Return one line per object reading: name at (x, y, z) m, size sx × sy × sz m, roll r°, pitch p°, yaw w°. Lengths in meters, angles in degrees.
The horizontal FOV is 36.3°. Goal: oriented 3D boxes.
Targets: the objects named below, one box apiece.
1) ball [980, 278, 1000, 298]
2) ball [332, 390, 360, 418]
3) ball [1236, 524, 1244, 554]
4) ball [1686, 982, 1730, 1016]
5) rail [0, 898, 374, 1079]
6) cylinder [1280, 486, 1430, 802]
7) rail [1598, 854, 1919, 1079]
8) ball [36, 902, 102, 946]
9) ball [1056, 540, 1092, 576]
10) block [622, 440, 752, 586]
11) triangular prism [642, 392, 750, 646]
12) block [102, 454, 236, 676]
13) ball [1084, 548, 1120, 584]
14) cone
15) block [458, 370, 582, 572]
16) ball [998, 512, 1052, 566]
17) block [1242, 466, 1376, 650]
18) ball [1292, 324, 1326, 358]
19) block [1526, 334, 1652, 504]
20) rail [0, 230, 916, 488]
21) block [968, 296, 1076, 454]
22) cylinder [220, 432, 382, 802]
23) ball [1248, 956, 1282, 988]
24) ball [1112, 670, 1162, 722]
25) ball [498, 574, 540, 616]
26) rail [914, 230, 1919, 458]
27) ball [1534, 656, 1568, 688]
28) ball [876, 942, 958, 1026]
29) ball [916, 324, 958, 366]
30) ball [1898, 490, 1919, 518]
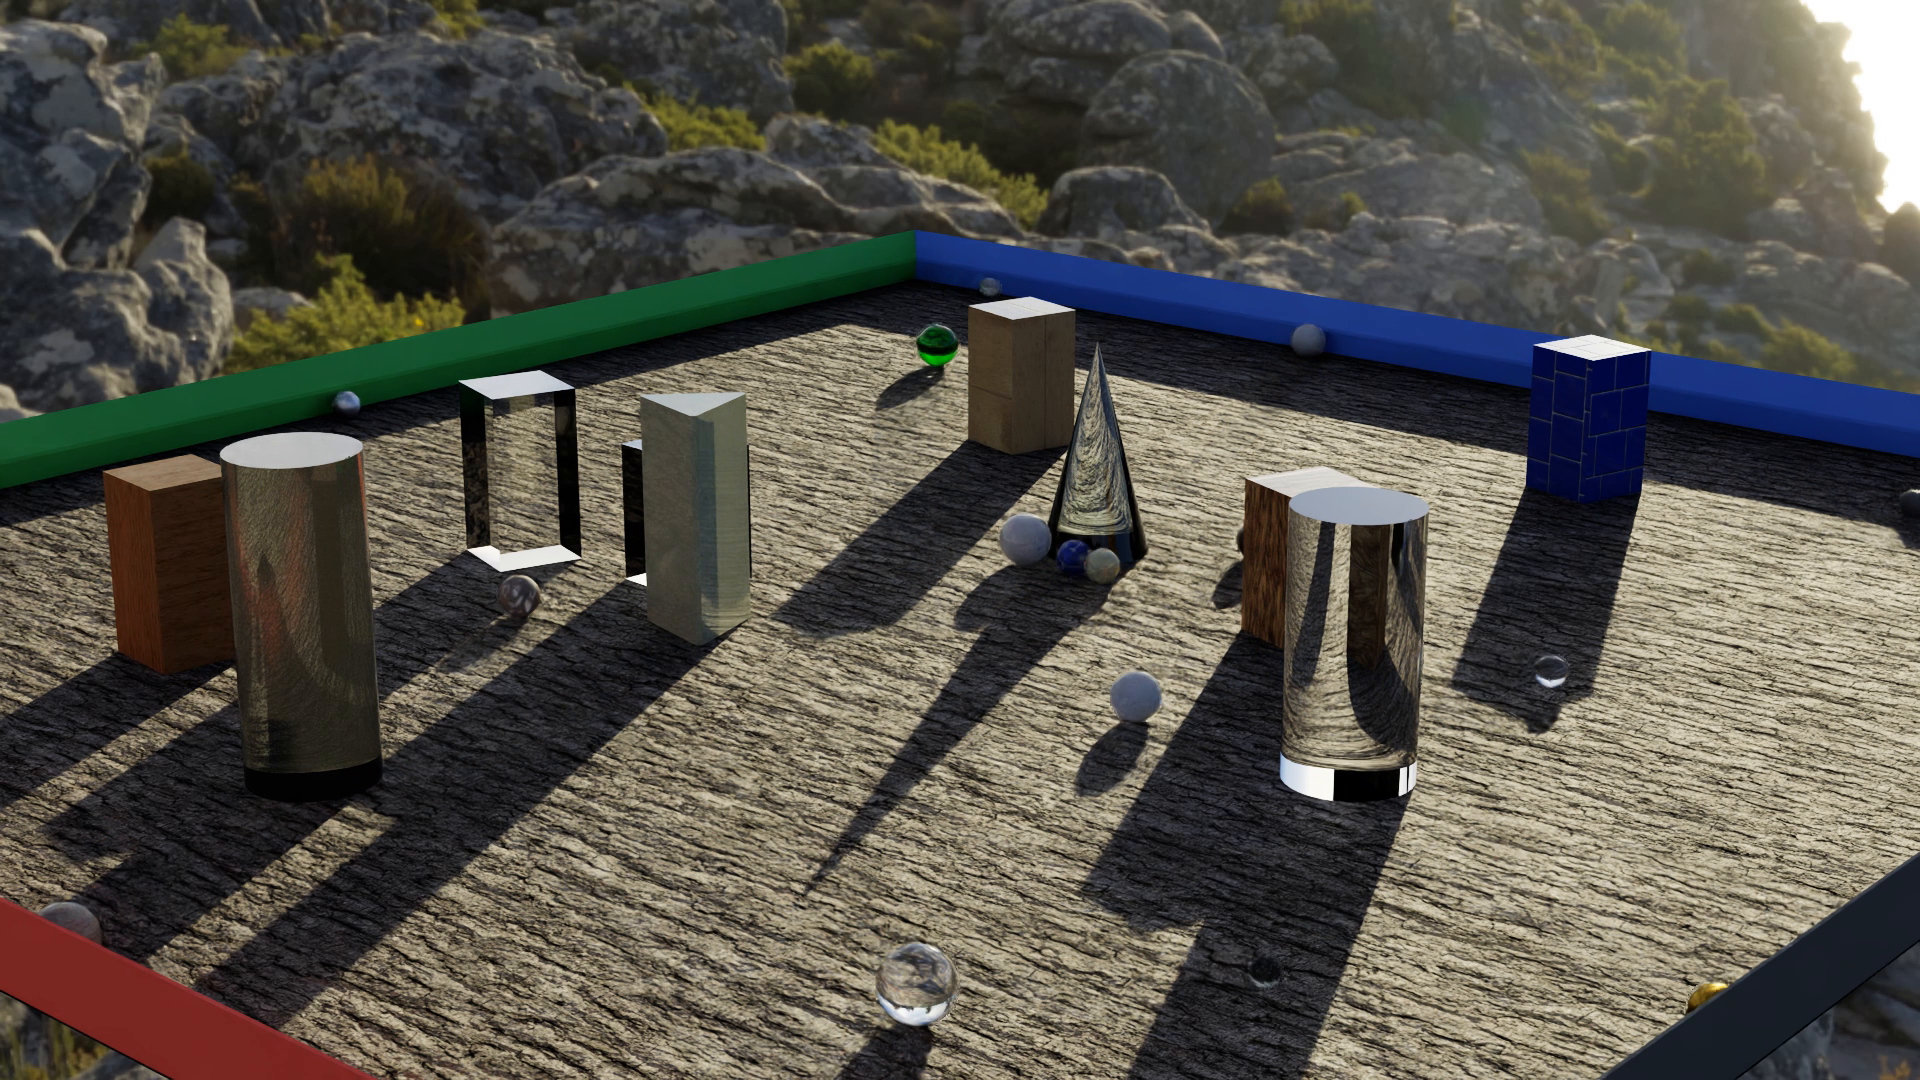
ball at (0.075, -0.648, 7.513) m, size 0.052 × 0.052 × 0.052 m, roll 0°, pitch 17°, yaw 0°
ball at (-1.323, -0.291, 6.316) m, size 0.061 × 0.061 × 0.061 m, roll 0°, pitch 17°, yaw 0°
ball at (0.538, 0.000, 5.332) m, size 0.071 × 0.071 × 0.071 m, roll 0°, pitch 17°, yaw 0°
ball at (0.897, 0.560, 3.477) m, size 0.069 × 0.069 × 0.069 m, roll 0°, pitch 17°, yaw 0°
rail at (-1.283, 0.459, 3.705) m, size 3.755 × 0.129 × 0.045 m, roll 14°, pitch 22°, yaw 39°
cylinder at (0.569, 0.149, 4.241) m, size 0.199 × 0.414 × 0.199 m, roll 0°, pitch 17°, yaw 0°
rail at (1.400, 0.383, 3.956) m, size 0.045 × 0.129 × 3.962 m, roll 14°, pitch 22°, yaw 39°
ball at (-1.116, 0.496, 3.654) m, size 0.090 × 0.090 × 0.090 m, roll 0°, pitch 17°, yaw 0°
ball at (0.205, 0.031, 5.237) m, size 0.066 × 0.066 × 0.066 m, roll 0°, pitch 17°, yaw 0°
block at (-0.483, -0.050, 5.189) m, size 0.159 × 0.249 × 0.159 m, roll -16°, pitch 23°, yaw -42°
triangular prism at (-0.422, -0.045, 4.923) m, size 0.149 × 0.394 × 0.172 m, roll -12°, pitch 20°, yaw -34°
block at (-1.278, 0.038, 4.794) m, size 0.159 × 0.309 × 0.159 m, roll -15°, pitch 22°, yaw -40°
ball at (0.252, 0.046, 5.193) m, size 0.063 × 0.063 × 0.063 m, roll 0°, pitch 17°, yaw 0°
cone at (0.248, -0.172, 5.343) m, size 0.199 × 0.393 × 0.199 m, roll 0°, pitch 17°, yaw 0°
block at (-0.798, -0.127, 5.324) m, size 0.159 × 0.319 × 0.159 m, roll -10°, pitch 19°, yaw -29°
ball at (0.118, -0.002, 5.298) m, size 0.094 × 0.094 × 0.094 m, roll 0°, pitch 17°, yaw 0°
block at (0.583, 0.032, 4.890) m, size 0.159 × 0.264 × 0.159 m, roll -9°, pitch 19°, yaw -28°
ball at (0.815, -0.465, 6.859) m, size 0.081 × 0.081 × 0.081 m, roll 0°, pitch 17°, yaw 0°
block at (1.232, -0.239, 5.753) m, size 0.159 × 0.285 × 0.159 m, roll -11°, pitch 20°, yaw -33°
rail at (-1.400, -0.318, 6.284) m, size 0.045 × 0.129 × 3.962 m, roll 14°, pitch 22°, yaw 39°
block at (0.127, -0.343, 6.101) m, size 0.159 × 0.285 × 0.159 m, roll -11°, pitch 20°, yaw -33°
cylinder at (-0.947, 0.110, 4.228) m, size 0.199 × 0.497 × 0.199 m, roll 0°, pitch 17°, yaw 0°
ball at (0.376, 0.533, 3.616) m, size 0.040 × 0.040 × 0.040 m, roll 0°, pitch 17°, yaw 0°
ball at (0.273, 0.241, 4.520) m, size 0.078 × 0.078 × 0.078 m, roll 0°, pitch 17°, yaw 0°
ball at (-0.753, 0.095, 5.013) m, size 0.072 × 0.072 × 0.072 m, roll 0°, pitch 17°, yaw 0°
rail at (1.283, -0.394, 6.535) m, size 3.755 × 0.129 × 0.045 m, roll 14°, pitch 22°, yaw 39°
ball at (0.942, 0.209, 4.669) m, size 0.052 × 0.052 × 0.052 m, roll 0°, pitch 17°, yaw 0°
ball at (-0.052, 0.532, 3.515) m, size 0.099 × 0.099 × 0.099 m, roll 0°, pitch 17°, yaw 0°
ball at (-0.052, -0.450, 6.783) m, size 0.096 × 0.096 × 0.096 m, roll 0°, pitch 17°, yaw 0°
ball at (1.820, -0.070, 5.596) m, size 0.053 × 0.053 × 0.053 m, roll 0°, pitch 17°, yaw 0°
